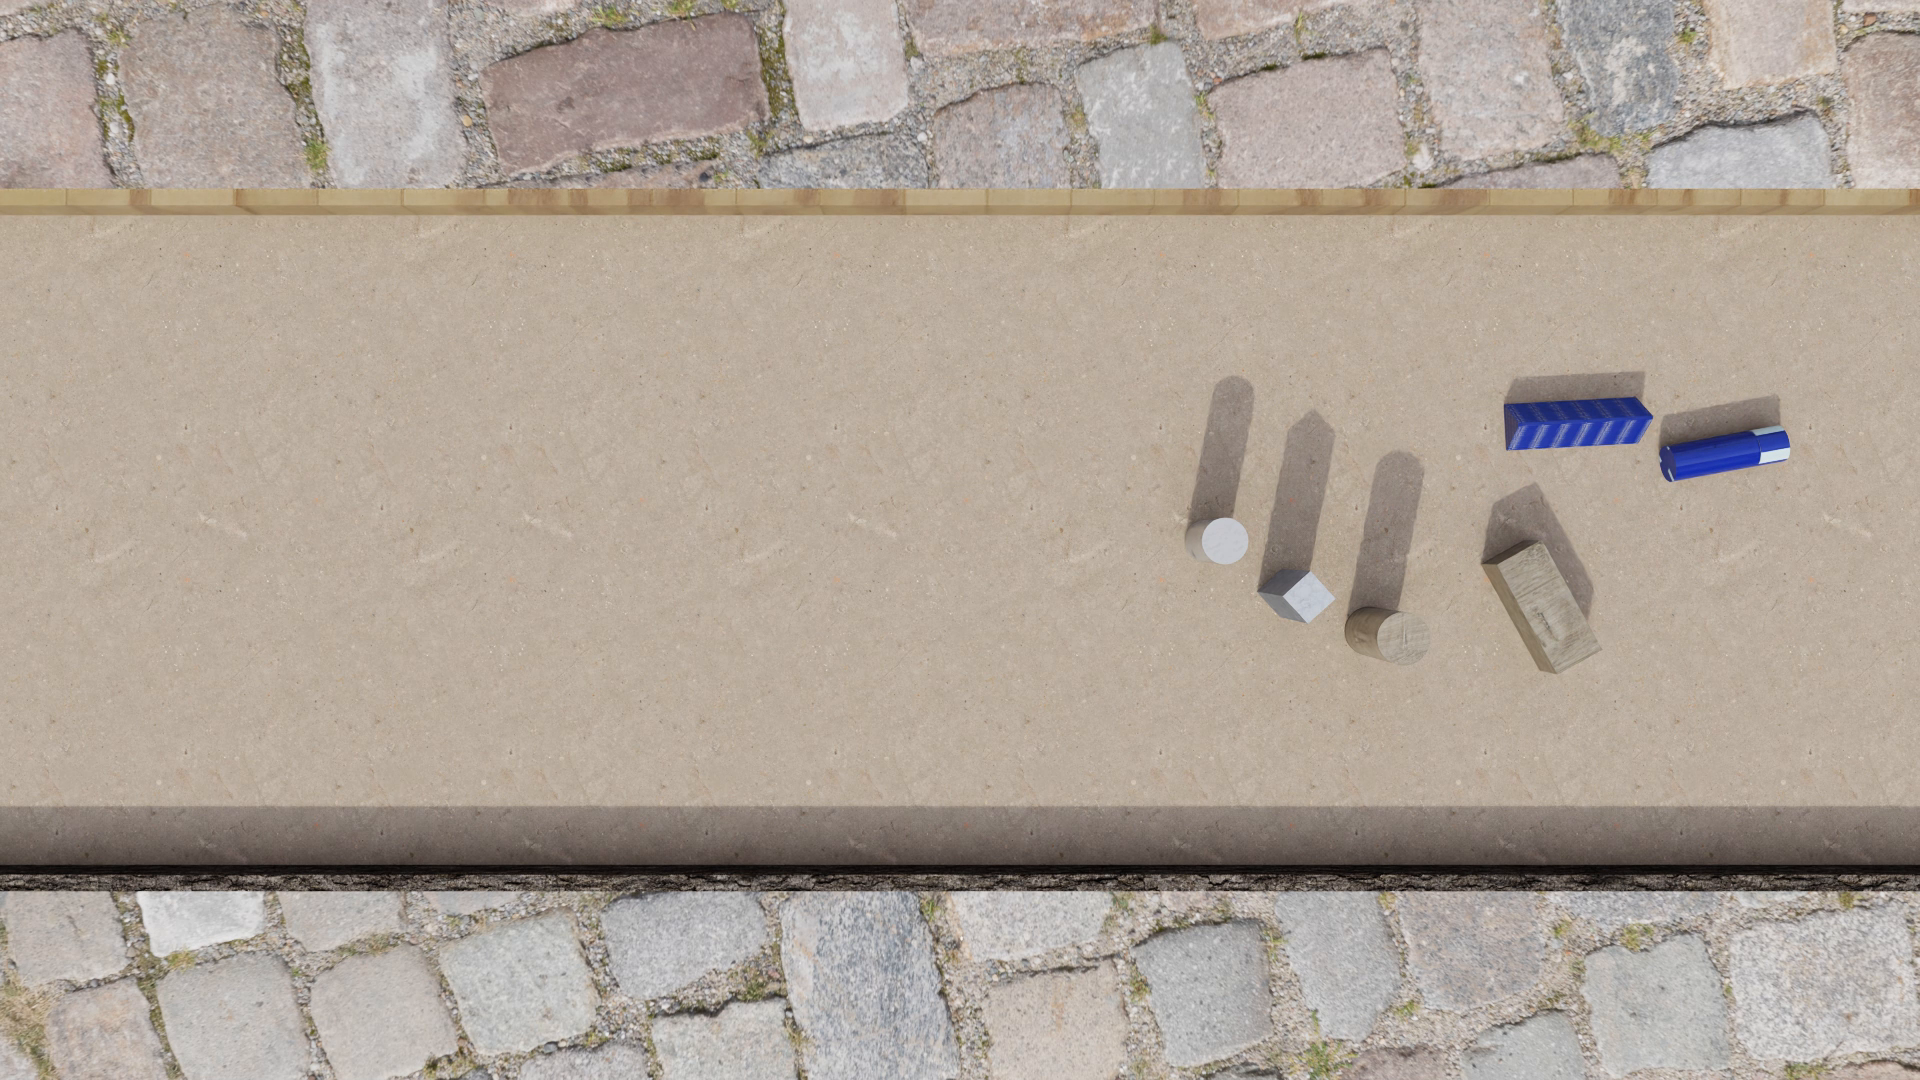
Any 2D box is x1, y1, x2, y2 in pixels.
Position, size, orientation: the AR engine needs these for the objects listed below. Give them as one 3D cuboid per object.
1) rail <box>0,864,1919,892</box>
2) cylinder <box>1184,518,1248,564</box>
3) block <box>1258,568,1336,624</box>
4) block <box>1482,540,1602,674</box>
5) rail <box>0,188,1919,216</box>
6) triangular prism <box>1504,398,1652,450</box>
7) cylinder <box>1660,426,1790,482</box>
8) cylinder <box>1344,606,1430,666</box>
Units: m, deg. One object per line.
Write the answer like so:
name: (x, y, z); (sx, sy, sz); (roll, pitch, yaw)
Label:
rail: (-2.247, 1.025, 5.001); (12.000, 0.150, 0.050); (0, 90, 0)
cylinder: (0.758, 0.003, 4.894); (0.133, 0.366, 0.133); (0, 90, 0)
block: (0.988, 0.162, 4.871); (0.106, 0.411, 0.106); (-42, 90, 0)
block: (1.760, 0.201, 5.000); (0.153, 0.153, 0.374); (-29, 90, 0)
rail: (-2.247, -1.025, 5.002); (12.000, 0.150, 0.050); (0, 90, 0)
triangular prism: (1.879, -0.357, 5.012); (0.405, 0.122, 0.140); (-3, 90, 0)
cylinder: (2.326, -0.263, 5.020); (0.348, 0.112, 0.112); (-10, 90, 0)
cylinder: (1.259, 0.280, 4.877); (0.152, 0.399, 0.152); (0, 90, 0)
